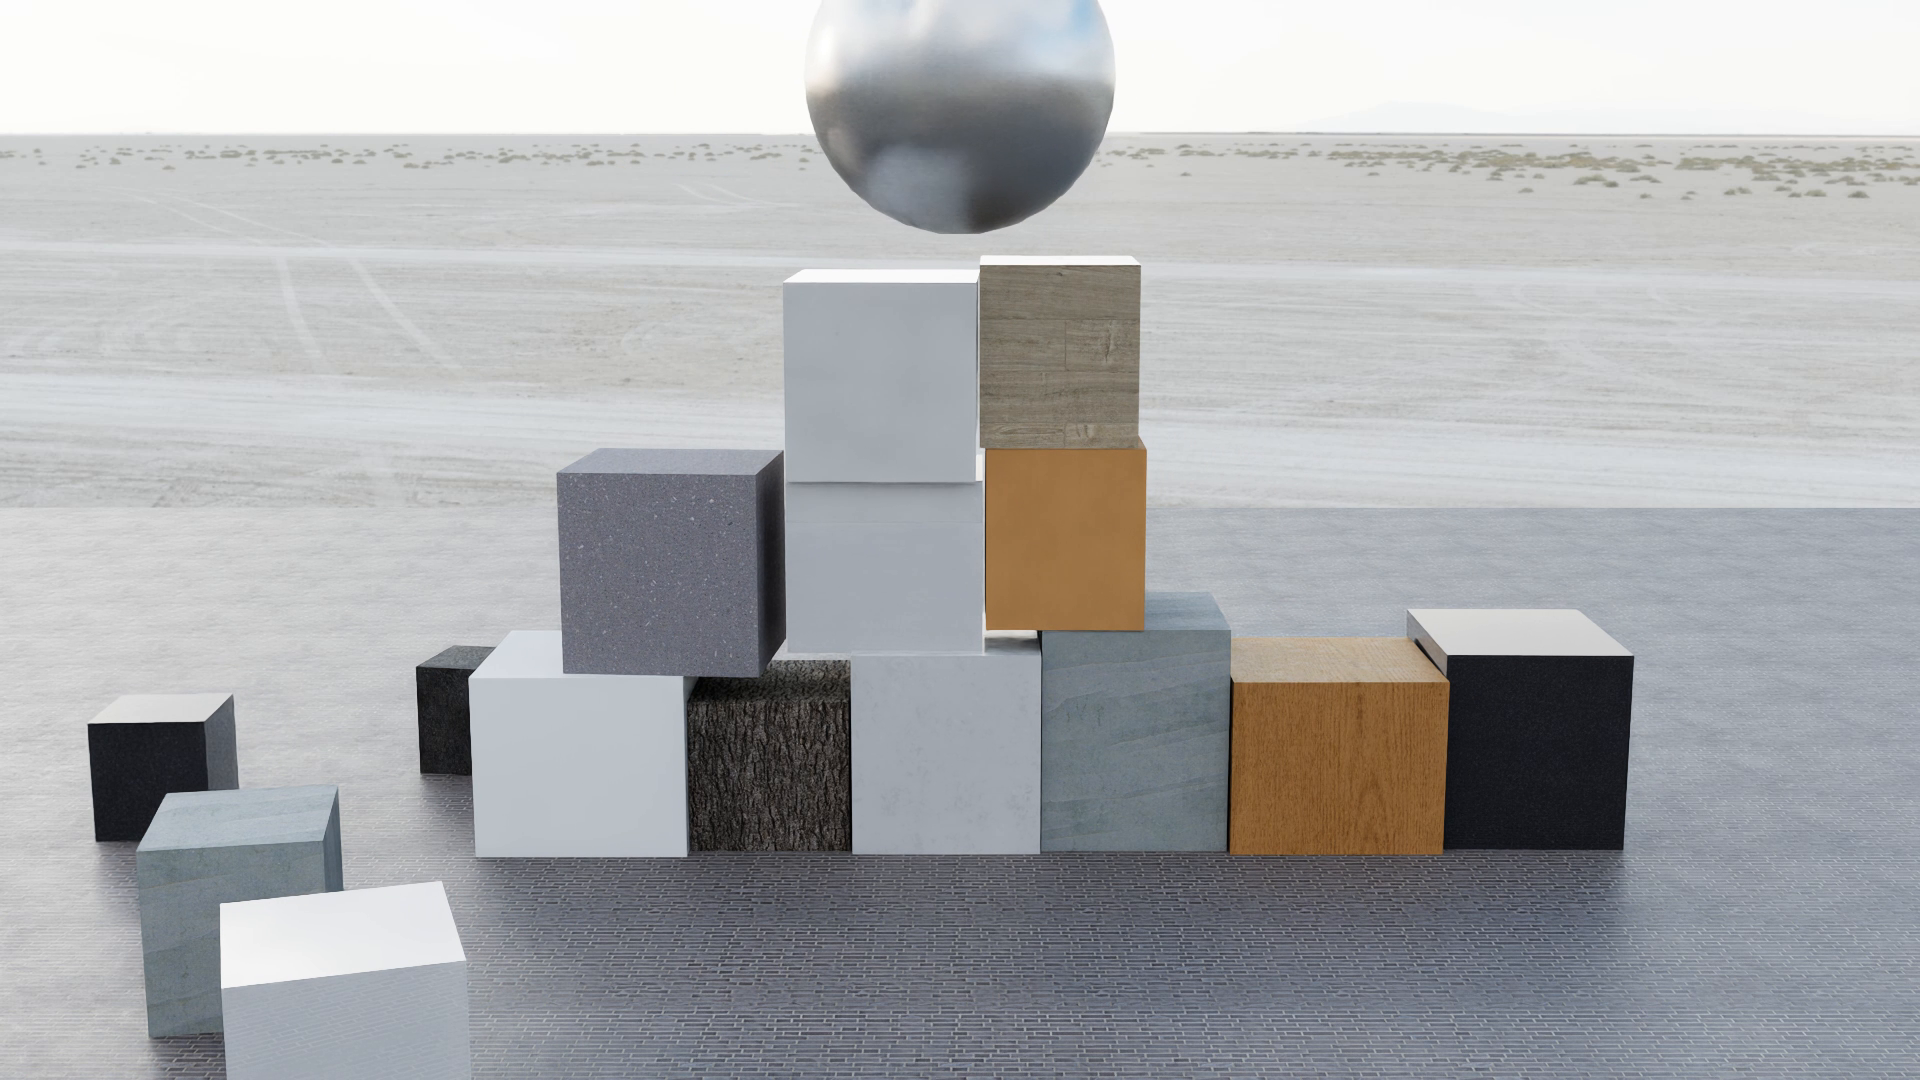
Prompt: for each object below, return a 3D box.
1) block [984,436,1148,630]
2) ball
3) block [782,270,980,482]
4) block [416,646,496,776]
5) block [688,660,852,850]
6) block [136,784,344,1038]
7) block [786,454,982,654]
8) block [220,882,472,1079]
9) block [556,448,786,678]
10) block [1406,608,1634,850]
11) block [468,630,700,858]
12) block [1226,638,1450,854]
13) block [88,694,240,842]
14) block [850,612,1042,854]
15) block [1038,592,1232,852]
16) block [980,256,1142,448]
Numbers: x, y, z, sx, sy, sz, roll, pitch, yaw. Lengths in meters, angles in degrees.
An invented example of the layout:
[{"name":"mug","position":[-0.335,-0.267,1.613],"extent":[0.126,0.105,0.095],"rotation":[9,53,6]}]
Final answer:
[{"name":"block","position":[0.518,-0.078,11.159],"extent":[0.778,0.894,0.909],"rotation":[0,10,0]},{"name":"ball","position":[0.000,-2.368,11.241],"extent":[1.600,1.600,1.600],"rotation":[0,10,0]},{"name":"block","position":[-0.369,-0.844,11.035],"extent":[0.920,0.960,1.023],"rotation":[0,10,2]},{"name":"block","position":[-2.667,0.970,12.518],"extent":[0.652,0.613,0.541],"rotation":[2,10,10]},{"name":"block","position":[-0.950,1.099,11.379],"extent":[0.797,0.767,0.898],"rotation":[0,10,0]},{"name":"block","position":[-2.950,1.512,9.104],"extent":[0.704,0.768,0.793],"rotation":[-2,11,-11]},{"name":"block","position":[-0.366,0.055,11.179],"extent":[0.958,0.861,0.881],"rotation":[0,10,0]},{"name":"block","position":[-2.142,1.750,7.656],"extent":[0.773,0.817,0.838],"rotation":[-3,11,-18]},{"name":"block","position":[-1.436,0.095,11.132],"extent":[0.974,1.002,0.870],"rotation":[1,10,4]},{"name":"block","position":[2.873,0.964,11.468],"extent":[0.918,1.001,1.082],"rotation":[0,10,1]},{"name":"block","position":[-1.879,1.030,11.348],"extent":[1.047,0.914,1.054],"rotation":[0,10,0]},{"name":"block","position":[1.873,1.043,11.359],"extent":[1.059,0.883,0.997],"rotation":[0,10,0]},{"name":"block","position":[-4.112,1.171,11.389],"extent":[0.576,0.622,0.573],"rotation":[-1,10,-4]},{"name":"block","position":[-0.070,0.978,11.351],"extent":[0.935,1.015,0.996],"rotation":[0,10,0]},{"name":"block","position":[0.870,0.916,11.360],"extent":[0.928,1.134,0.928],"rotation":[0,10,0]},{"name":"block","position":[0.488,-0.954,11.002],"extent":[0.771,0.886,0.830],"rotation":[0,10,1]}]
